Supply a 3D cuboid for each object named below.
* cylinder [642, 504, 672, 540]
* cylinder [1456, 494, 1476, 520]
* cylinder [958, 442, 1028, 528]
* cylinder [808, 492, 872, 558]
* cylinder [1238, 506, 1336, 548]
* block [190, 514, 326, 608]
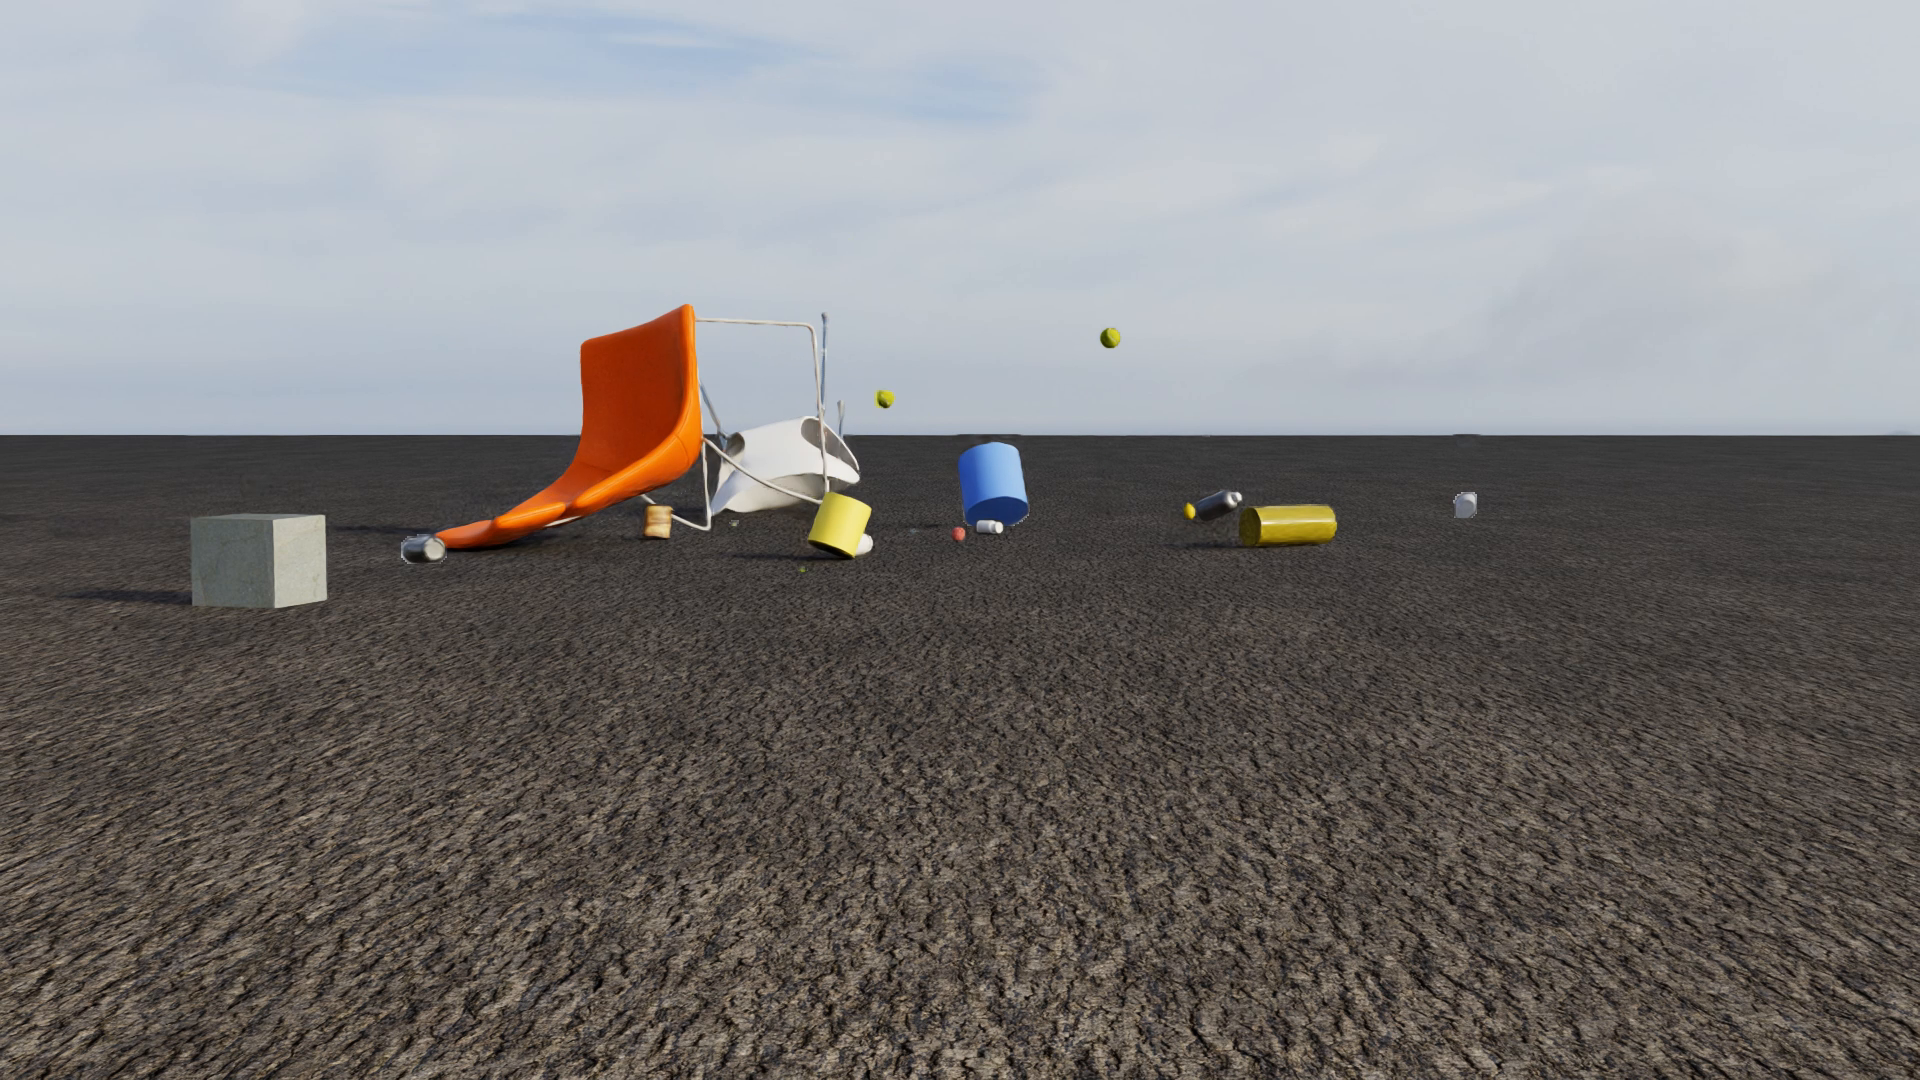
[{"bbox_3d":[-0.904,-0.055,6.564,0.081,0.095,0.044,9,-7,-22],"label":"cylinder"},{"bbox_3d":[1.743,-0.115,7.582,0.061,0.080,0.051,31,30,-4],"label":"cylinder"},{"bbox_3d":[0.105,-0.175,7.068,0.204,0.201,0.196,-20,-31,21],"label":"cylinder"},{"bbox_3d":[-0.318,-0.038,5.813,0.129,0.136,0.147,25,-11,-26],"label":"cylinder"},{"bbox_3d":[0.937,-0.039,6.290,0.256,0.113,0.116,-2,-19,-26],"label":"cylinder"},{"bbox_3d":[-1.471,0.041,4.616,0.199,0.182,0.186,1,4,17],"label":"block"}]
